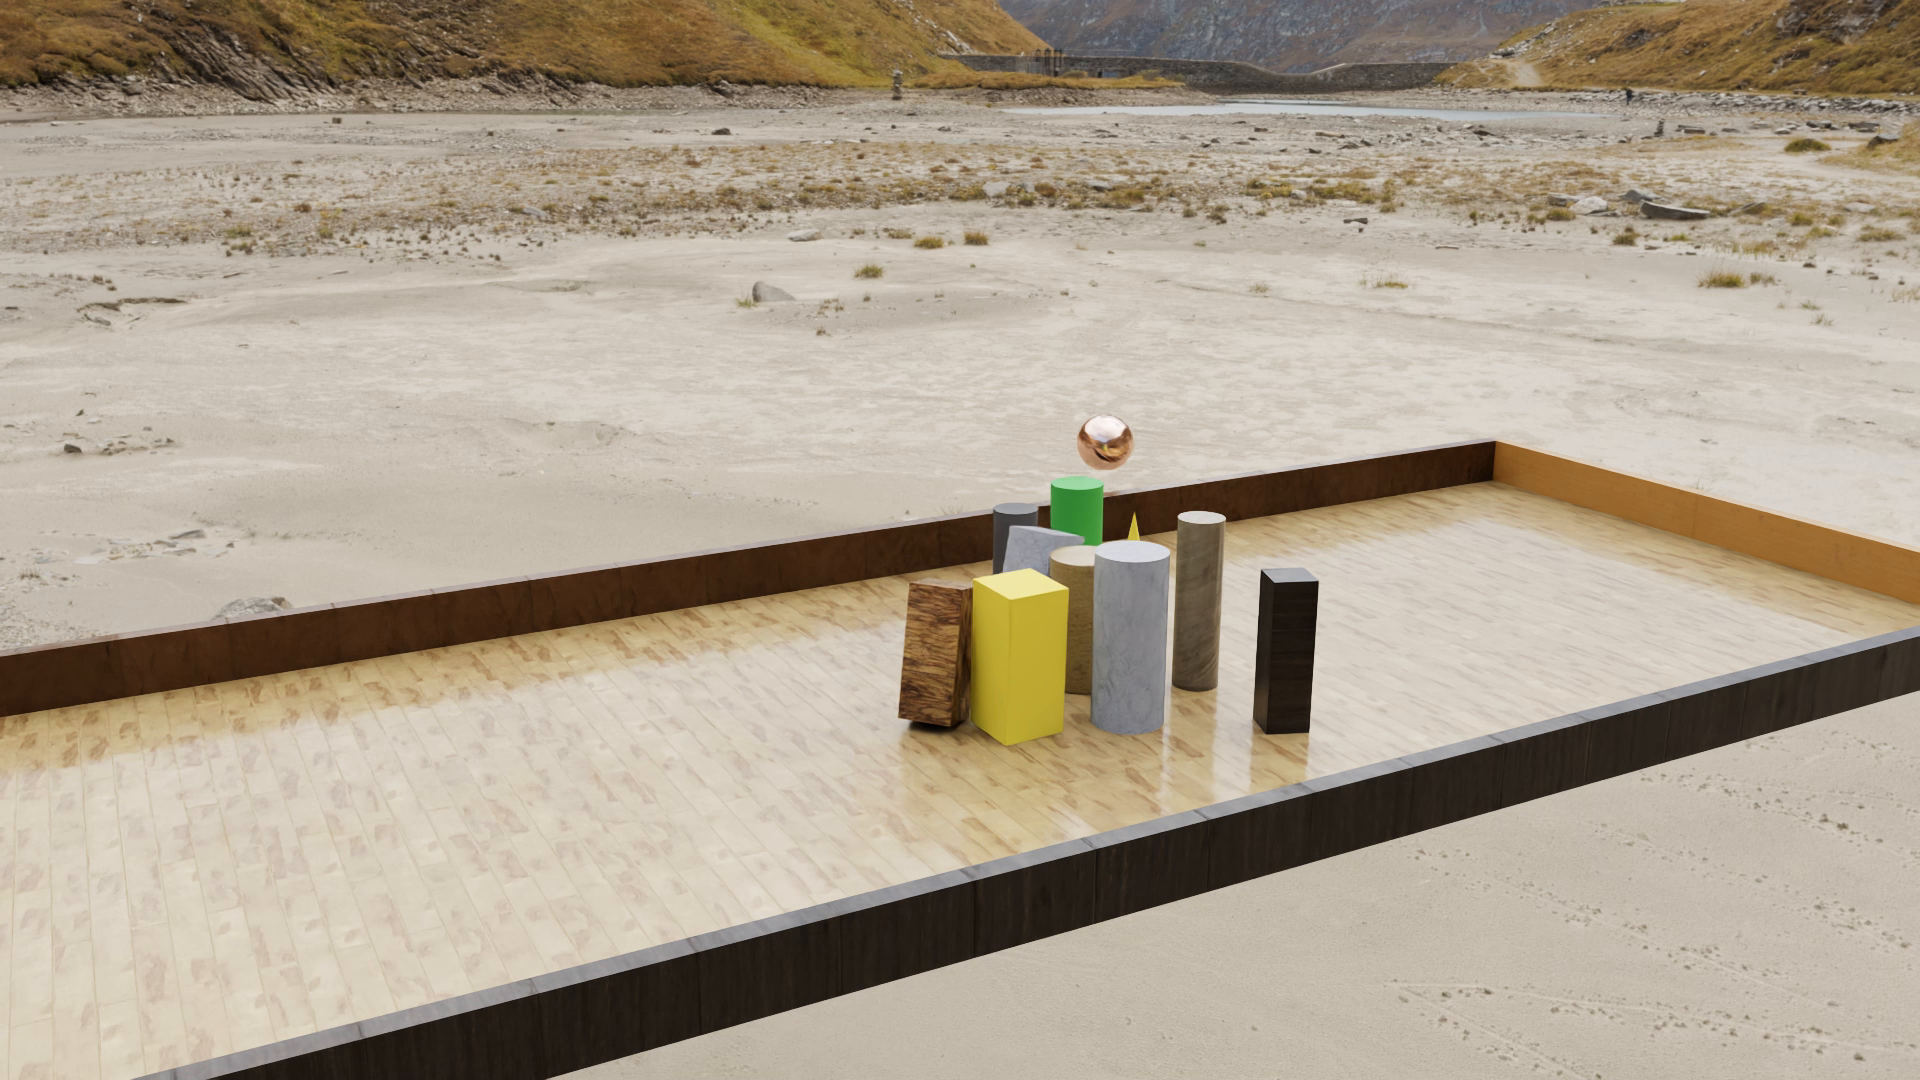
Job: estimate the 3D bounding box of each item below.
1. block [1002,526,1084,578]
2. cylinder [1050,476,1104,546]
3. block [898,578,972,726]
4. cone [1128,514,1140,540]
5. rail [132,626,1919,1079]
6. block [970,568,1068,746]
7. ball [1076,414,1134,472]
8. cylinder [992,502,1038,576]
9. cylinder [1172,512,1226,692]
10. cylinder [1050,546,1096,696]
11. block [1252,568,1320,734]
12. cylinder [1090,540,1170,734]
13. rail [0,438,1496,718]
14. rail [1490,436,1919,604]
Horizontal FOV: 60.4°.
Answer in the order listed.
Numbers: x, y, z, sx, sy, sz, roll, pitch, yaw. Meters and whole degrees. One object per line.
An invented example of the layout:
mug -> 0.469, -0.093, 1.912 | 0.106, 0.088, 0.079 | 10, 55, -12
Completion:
block -> 0.194, 0.148, 4.191 | 0.138, 0.347, 0.138 | 13, 6, 36
cylinder -> 0.322, 0.027, 4.584 | 0.145, 0.383, 0.145 | 0, 16, 0
block -> -0.047, 0.260, 3.864 | 0.131, 0.319, 0.131 | 7, 6, 19
cone -> 0.456, 0.101, 4.359 | 0.151, 0.367, 0.151 | 0, 16, 0
rail -> -2.336, 1.006, 1.665 | 12.000, 0.150, 0.050 | -9, 18, -27
block -> 0.135, 0.268, 3.804 | 0.157, 0.355, 0.157 | -10, 21, -30
ball -> 0.483, -0.323, 5.487 | 0.188, 0.188, 0.188 | 0, 16, 0
cylinder -> 0.146, 0.095, 4.375 | 0.118, 0.370, 0.118 | 0, 16, 0
cylinder -> 0.588, 0.152, 4.073 | 0.116, 0.432, 0.116 | 0, 16, 0
cylinder -> 0.308, 0.198, 4.089 | 0.172, 0.333, 0.172 | 0, 17, 0
block -> 0.754, 0.257, 3.823 | 0.104, 0.370, 0.104 | -2, 17, -7
cylinder -> 0.395, 0.226, 3.845 | 0.173, 0.418, 0.173 | 0, 16, 0
rail -> -3.305, 0.497, 3.399 | 12.000, 0.150, 0.050 | -9, 18, -27
rail -> 2.466, -0.048, 5.253 | 0.050, 0.150, 2.100 | -9, 18, -27
